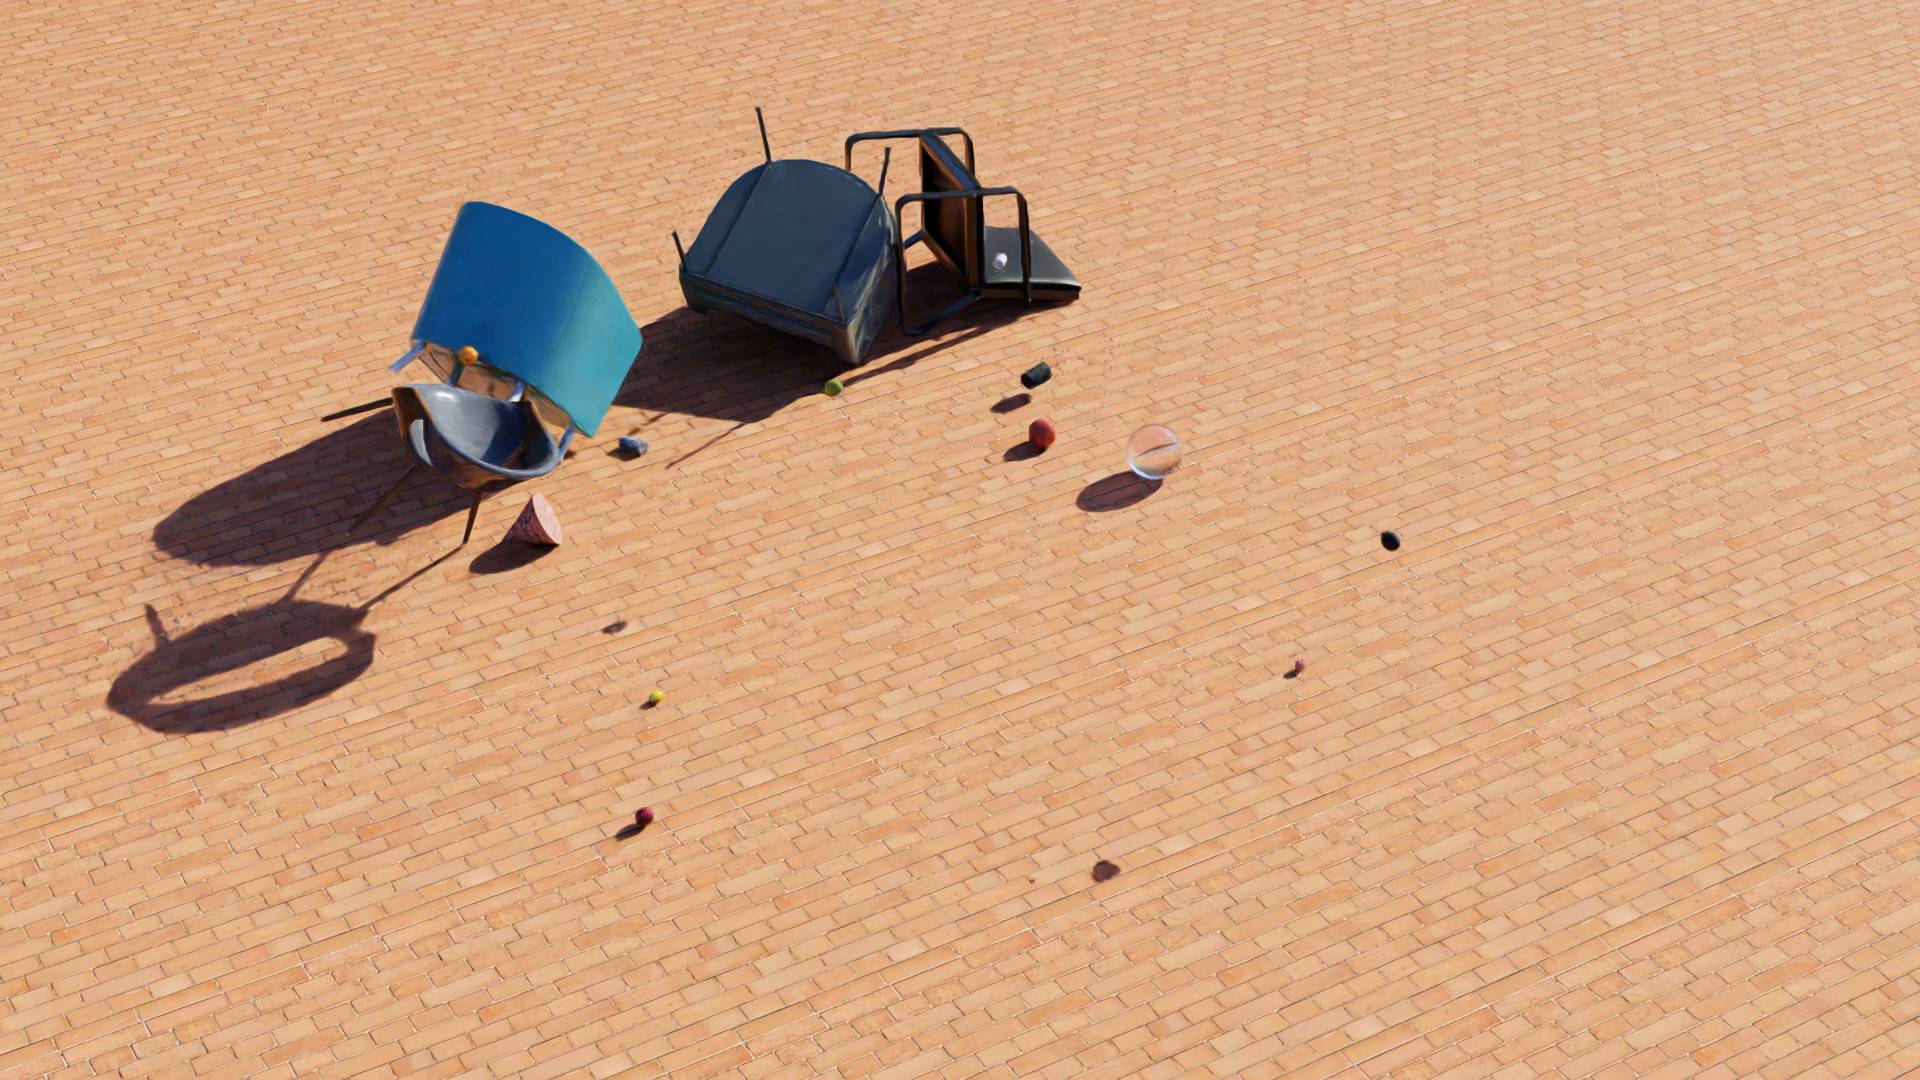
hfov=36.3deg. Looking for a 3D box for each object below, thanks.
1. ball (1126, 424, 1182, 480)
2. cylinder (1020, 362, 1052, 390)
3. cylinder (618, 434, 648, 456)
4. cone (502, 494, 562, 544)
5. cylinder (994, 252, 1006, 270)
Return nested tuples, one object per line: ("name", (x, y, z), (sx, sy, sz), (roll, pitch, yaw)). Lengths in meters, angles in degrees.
("ball", (0.746, -0.340, 11.263), (0.217, 0.217, 0.217), (0, 33, 0))
("cylinder", (0.307, -0.659, 11.799), (0.096, 0.075, 0.096), (-31, 2, -22))
("cylinder", (-1.277, -0.373, 11.464), (0.107, 0.050, 0.054), (22, 21, 29))
("cone", (-1.622, -0.036, 10.915), (0.203, 0.206, 0.212), (-26, 28, 10))
("cylinder", (0.166, -1.155, 12.140), (0.045, 0.049, 0.046), (12, 43, 11))
